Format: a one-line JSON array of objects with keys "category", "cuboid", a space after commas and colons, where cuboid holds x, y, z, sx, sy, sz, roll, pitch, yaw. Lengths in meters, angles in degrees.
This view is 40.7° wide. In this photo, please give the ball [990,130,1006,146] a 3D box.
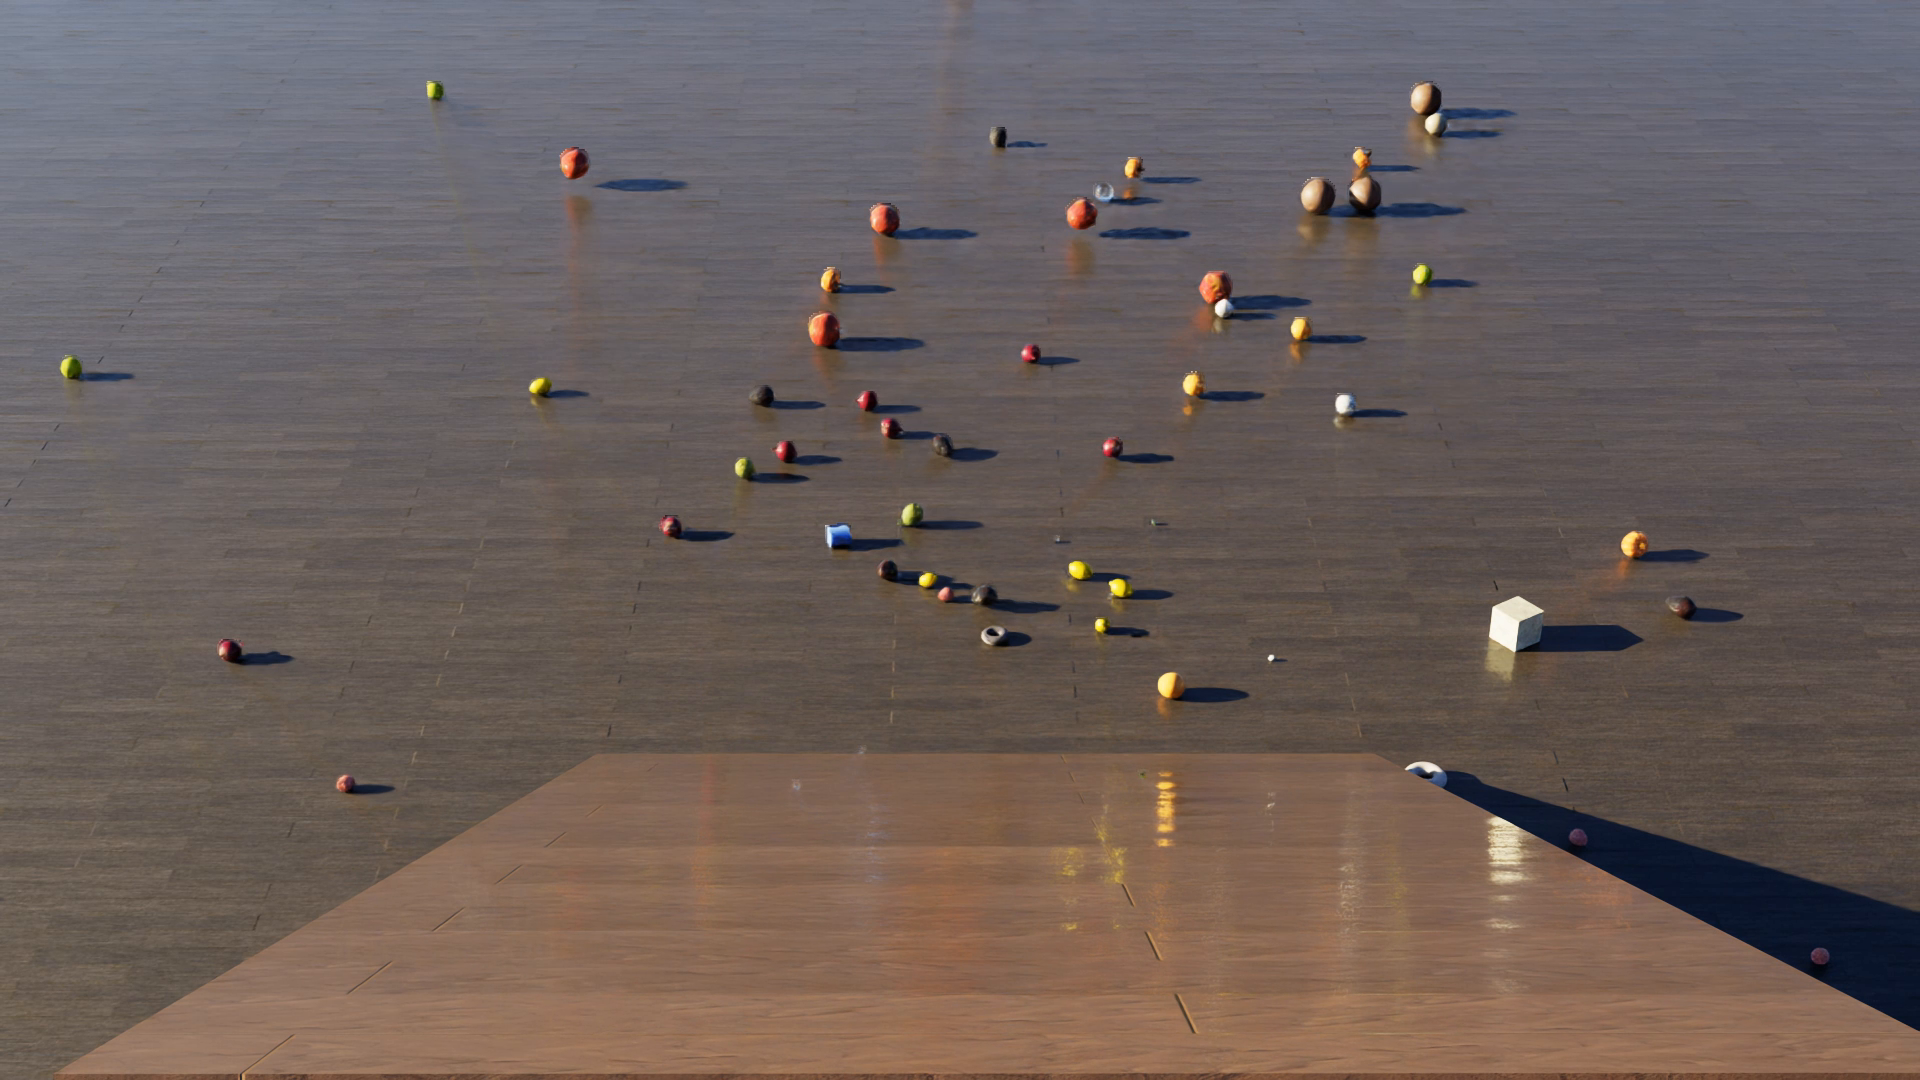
[{"category": "ball", "cuboid": [0.156, -1.642, 10.553, 0.068, 0.068, 0.068, 0, 30, 0]}]

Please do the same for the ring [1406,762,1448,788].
[{"category": "ring", "cuboid": [1.202, 0.614, 6.683, 0.112, 0.037, 0.112, 1, 31, 0]}]

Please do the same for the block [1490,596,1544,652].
[{"category": "block", "cuboid": [1.565, 0.236, 7.274, 0.099, 0.099, 0.099, -19, 35, -30]}]

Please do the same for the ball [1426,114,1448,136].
[{"category": "ball", "cuboid": [1.961, -1.711, 10.651, 0.090, 0.090, 0.090, 0, 30, 0]}]

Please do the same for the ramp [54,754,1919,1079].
[{"category": "ramp", "cuboid": [0.067, 0.599, 4.658, 2.000, 0.100, 4.000, 0, 0, 0]}]

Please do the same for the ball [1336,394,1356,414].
[{"category": "ball", "cuboid": [1.266, -0.444, 8.482, 0.067, 0.067, 0.067, 0, 30, 0]}]

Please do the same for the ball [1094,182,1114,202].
[{"category": "ball", "cuboid": [0.560, -1.350, 10.042, 0.075, 0.075, 0.075, 0, 30, 0]}]

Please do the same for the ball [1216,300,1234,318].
[{"category": "ball", "cuboid": [0.932, -0.816, 9.131, 0.063, 0.063, 0.063, 0, 30, 0]}]

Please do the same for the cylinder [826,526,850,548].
[{"category": "cylinder", "cuboid": [-0.363, -0.011, 7.742, 0.059, 0.059, 0.059, -9, 31, -14]}]

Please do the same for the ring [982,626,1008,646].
[{"category": "ring", "cuboid": [0.099, 0.269, 7.290, 0.078, 0.026, 0.078, 0, 31, 0]}]
